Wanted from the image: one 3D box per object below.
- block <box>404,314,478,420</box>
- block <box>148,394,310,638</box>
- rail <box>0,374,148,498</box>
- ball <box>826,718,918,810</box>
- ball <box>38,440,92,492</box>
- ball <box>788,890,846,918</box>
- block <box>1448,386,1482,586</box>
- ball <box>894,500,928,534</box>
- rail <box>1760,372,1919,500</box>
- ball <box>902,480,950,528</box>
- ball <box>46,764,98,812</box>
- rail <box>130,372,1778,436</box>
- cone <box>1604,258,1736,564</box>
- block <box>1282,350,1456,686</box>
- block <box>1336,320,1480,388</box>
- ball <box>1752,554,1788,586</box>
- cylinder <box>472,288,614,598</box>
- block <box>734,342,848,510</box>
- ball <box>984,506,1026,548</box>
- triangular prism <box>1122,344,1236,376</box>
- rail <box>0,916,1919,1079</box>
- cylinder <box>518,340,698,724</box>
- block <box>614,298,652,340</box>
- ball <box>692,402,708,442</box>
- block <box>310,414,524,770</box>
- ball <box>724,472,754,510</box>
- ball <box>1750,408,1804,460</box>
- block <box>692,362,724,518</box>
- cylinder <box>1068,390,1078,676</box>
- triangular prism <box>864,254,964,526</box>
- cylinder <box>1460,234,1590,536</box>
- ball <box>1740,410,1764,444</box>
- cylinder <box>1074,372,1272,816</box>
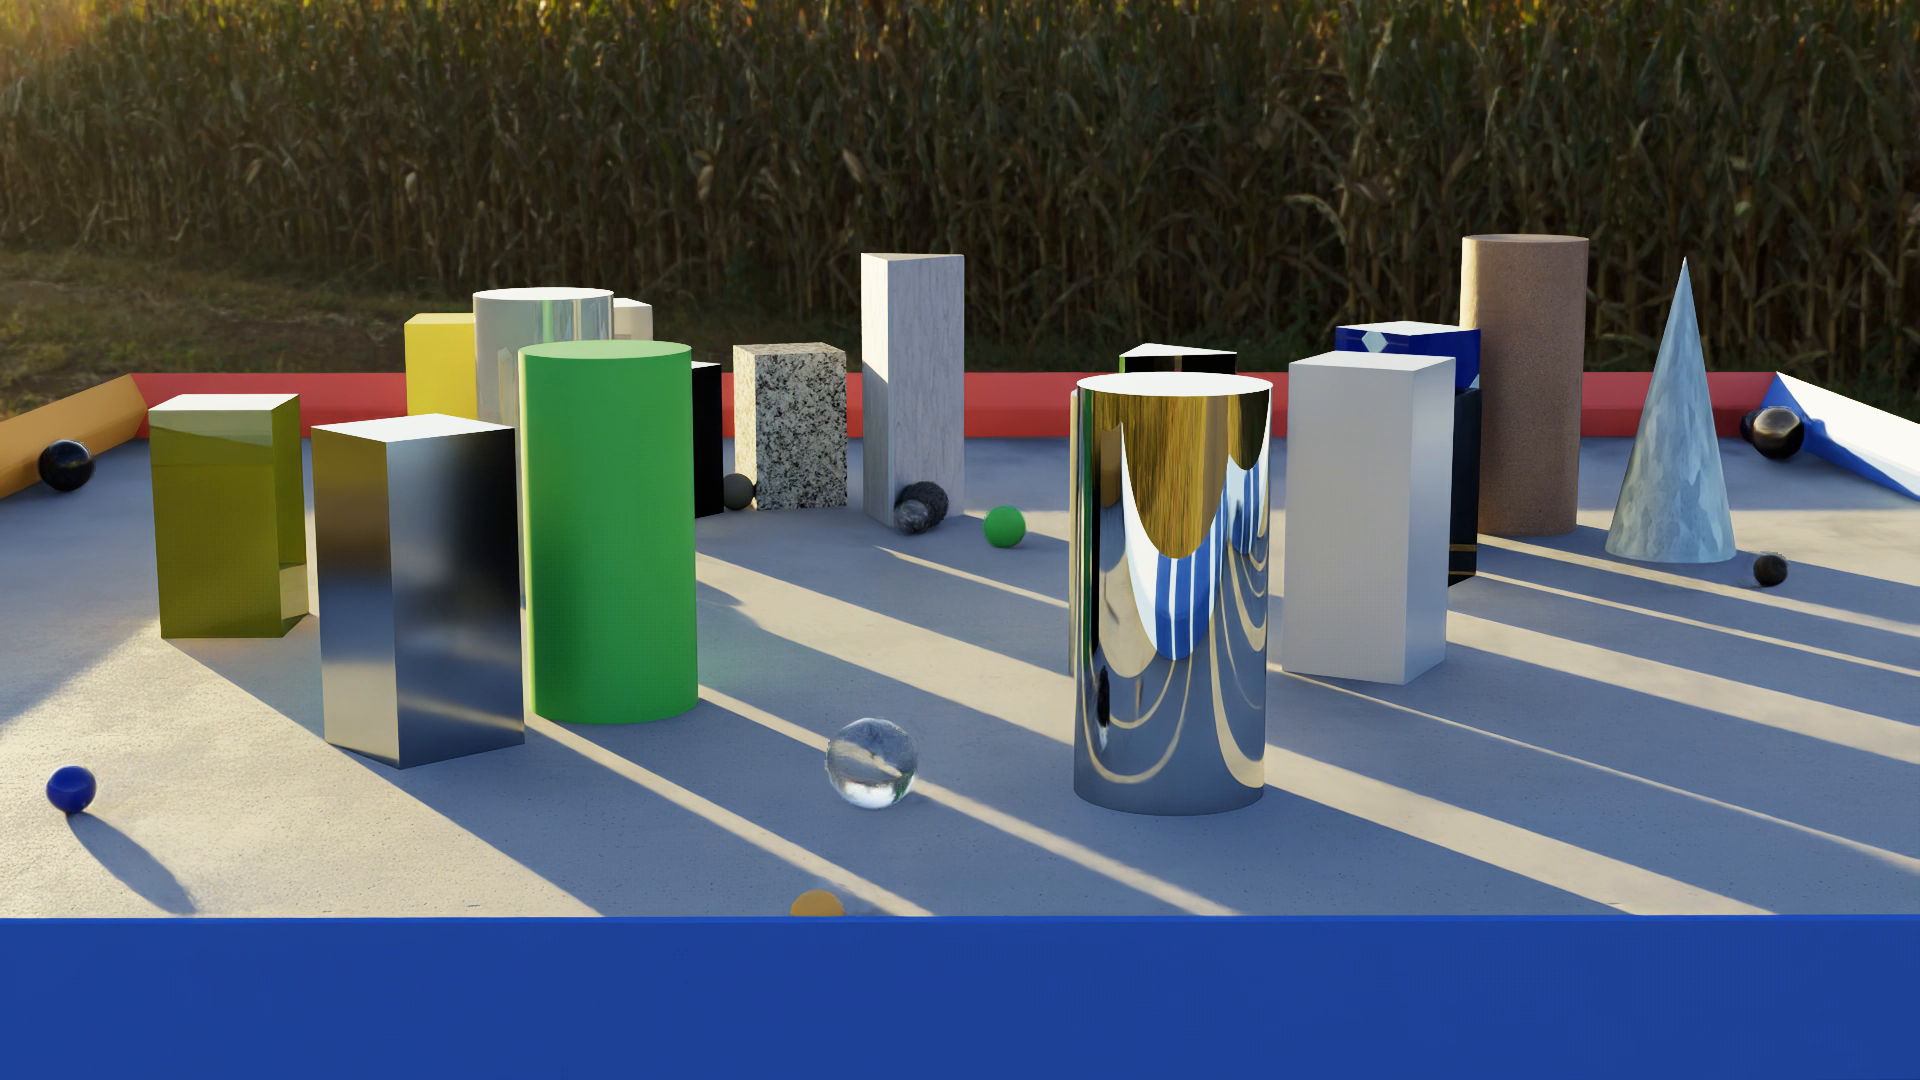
[{"bbox_3d":[-0.737,-0.156,3.843,0.155,0.353,0.155,-1,11,-4],"label":"block"},{"bbox_3d":[-0.950,-0.033,3.343,0.155,0.295,0.155,0,11,-1],"label":"block"},{"bbox_3d":[-1.599,0.034,3.440,0.045,0.126,3.276,0,11,0],"label":"rail"},{"bbox_3d":[-0.087,0.221,2.535,0.091,0.091,0.091,0,11,0],"label":"ball"},{"bbox_3d":[-1.541,-0.128,4.420,0.089,0.089,0.089,0,11,0],"label":"ball"},{"bbox_3d":[-0.119,0.316,2.142,0.048,0.048,0.048,0,11,0],"label":"ball"},{"bbox_3d":[0.637,-0.078,3.652,0.155,0.271,0.155,7,12,32],"label":"block"},{"bbox_3d":[-0.076,-0.036,4.019,0.055,0.055,0.055,0,11,0],"label":"ball"},{"bbox_3d":[1.599,0.031,3.458,0.045,0.126,3.276,0,11,0],"label":"rail"},{"bbox_3d":[-0.054,-0.057,4.075,0.074,0.074,0.074,0,11,0],"label":"ball"},{"bbox_3d":[-0.875,0.244,2.525,0.048,0.048,0.048,0,11,0],"label":"ball"},{"bbox_3d":[-0.009,-0.263,5.036,3.245,0.126,0.045,0,11,0],"label":"rail"},{"bbox_3d":[1.075,-0.203,3.841,0.193,0.447,0.193,0,11,0],"label":"cone"},{"bbox_3d":[0.496,-0.031,3.114,0.155,0.375,0.155,6,12,28],"label":"block"},{"bbox_3d":[0.684,-0.162,3.947,0.155,0.328,0.155,-8,13,-35],"label":"block"},{"bbox_3d":[1.142,0.043,3.615,0.047,0.047,0.047,0,11,0],"label":"ball"},{"bbox_3d":[-0.578,-0.140,3.597,0.193,0.412,0.193,0,11,0],"label":"cylinder"},{"bbox_3d":[-0.285,-0.193,4.305,0.155,0.258,0.155,-3,11,-18],"label":"block"},{"bbox_3d":[0.069,-0.020,3.904,0.064,0.064,0.064,0,11,0],"label":"ball"},{"bbox_3d":[0.286,-0.106,3.637,0.167,0.331,0.145,-3,11,-13],"label":"triangular prism"},{"bbox_3d":[0.009,0.327,1.862,3.245,0.126,0.045,0,11,0],"label":"rail"},{"bbox_3d":[-0.399,-0.013,2.921,0.193,0.410,0.193,0,11,0],"label":"cylinder"},{"bbox_3d":[-0.627,-0.250,4.440,0.155,0.320,0.155,-5,11,-23],"label":"block"},{"bbox_3d":[-0.532,-0.229,4.980,0.082,0.082,0.082,0,11,0],"label":"ball"},{"bbox_3d":[-0.581,0.050,2.755,0.155,0.346,0.155,-10,14,-42],"label":"block"},{"bbox_3d":[-0.370,-0.080,4.234,0.062,0.062,0.062,0,11,0],"label":"ball"},{"bbox_3d":[1.522,-0.199,4.777,0.097,0.097,0.097,0,11,0],"label":"ball"},{"bbox_3d":[-0.496,-0.162,4.176,0.155,0.245,0.155,8,13,35],"label":"block"},{"bbox_3d":[0.228,-0.008,3.083,0.193,0.340,0.193,0,11,0],"label":"cylinder"},{"bbox_3d":[-0.104,-0.249,4.154,0.145,0.423,0.167,10,14,43],"label":"triangular prism"},{"bbox_3d":[0.884,-0.247,4.052,0.193,0.457,0.193,0,11,0],"label":"cylinder"},{"bbox_3d":[1.544,-0.219,4.966,0.068,0.068,0.068,0,11,0],"label":"ball"},{"bbox_3d":[0.212,0.049,2.572,0.193,0.415,0.193,0,11,0],"label":"cylinder"}]
